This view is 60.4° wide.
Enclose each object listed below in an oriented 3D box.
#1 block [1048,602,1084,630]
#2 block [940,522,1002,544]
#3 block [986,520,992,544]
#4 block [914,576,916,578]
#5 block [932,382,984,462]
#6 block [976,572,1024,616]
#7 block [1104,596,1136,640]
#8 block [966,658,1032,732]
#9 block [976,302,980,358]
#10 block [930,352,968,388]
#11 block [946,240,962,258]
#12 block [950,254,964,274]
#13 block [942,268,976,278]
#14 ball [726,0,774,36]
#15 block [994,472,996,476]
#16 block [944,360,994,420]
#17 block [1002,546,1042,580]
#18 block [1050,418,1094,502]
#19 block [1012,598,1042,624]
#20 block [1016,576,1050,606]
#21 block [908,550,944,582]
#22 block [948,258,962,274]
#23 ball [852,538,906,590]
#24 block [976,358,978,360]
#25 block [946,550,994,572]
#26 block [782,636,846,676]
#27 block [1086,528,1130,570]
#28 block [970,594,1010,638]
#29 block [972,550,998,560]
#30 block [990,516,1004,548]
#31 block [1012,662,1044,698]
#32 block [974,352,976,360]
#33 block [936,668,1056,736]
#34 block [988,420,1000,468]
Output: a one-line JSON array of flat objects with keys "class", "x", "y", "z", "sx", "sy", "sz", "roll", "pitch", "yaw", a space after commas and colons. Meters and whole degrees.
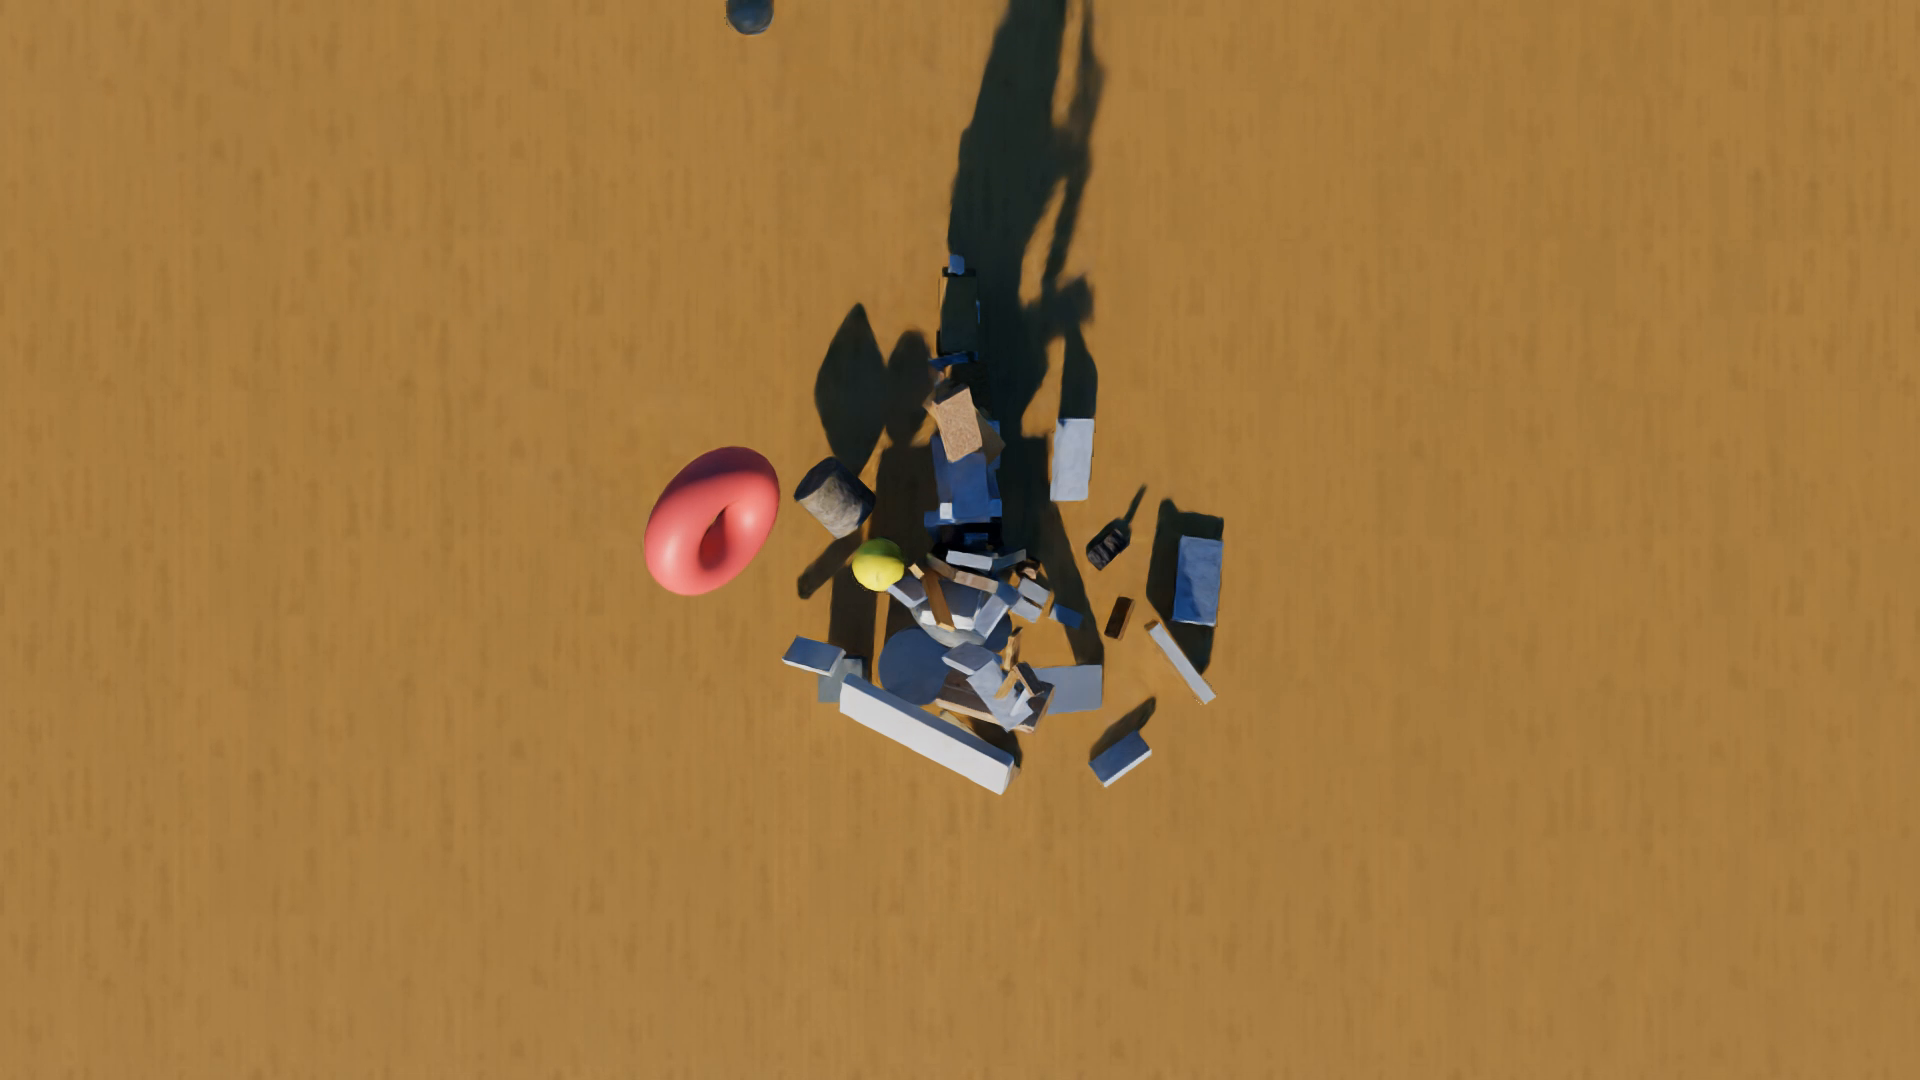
[{"class": "block", "x": 0.355, "y": 0.254, "z": 5.492, "sx": 0.106, "sy": 0.015, "sz": 0.053, "roll": 22, "pitch": 90, "yaw": 0}, {"class": "block", "x": 0.029, "y": -0.017, "z": 4.762, "sx": 0.170, "sy": 0.340, "sz": 0.048, "roll": -2, "pitch": 89, "yaw": -1}, {"class": "block", "x": 0.025, "y": -0.061, "z": 5.274, "sx": 0.142, "sy": 0.284, "sz": 0.040, "roll": -8, "pitch": 64, "yaw": 5}, {"class": "block", "x": -0.041, "y": 0.064, "z": 5.114, "sx": 0.125, "sy": 0.249, "sz": 0.035, "roll": -4, "pitch": 103, "yaw": 22}, {"class": "block", "x": -0.006, "y": -0.310, "z": 4.369, "sx": 0.100, "sy": 0.028, "sz": 0.201, "roll": -31, "pitch": 134, "yaw": -17}, {"class": "block", "x": 0.086, "y": 0.188, "z": 5.306, "sx": 0.150, "sy": 0.300, "sz": 0.042, "roll": 37, "pitch": 113, "yaw": 8}, {"class": "block", "x": 0.518, "y": 0.253, "z": 5.341, "sx": 0.020, "sy": 0.069, "sz": 0.139, "roll": 26, "pitch": 82, "yaw": -36}, {"class": "block", "x": 0.114, "y": 0.442, "z": 4.681, "sx": 0.095, "sy": 0.027, "sz": 0.189, "roll": -37, "pitch": 86, "yaw": -1}, {"class": "block", "x": 0.006, "y": -0.677, "z": 5.462, "sx": 0.112, "sy": 0.032, "sz": 0.224, "roll": 1, "pitch": 102, "yaw": 0}, {"class": "block", "x": -0.016, "y": -0.474, "z": 5.268, "sx": 0.118, "sy": 0.033, "sz": 0.236, "roll": -13, "pitch": 103, "yaw": -6}, {"class": "block", "x": -0.011, "y": -0.825, "z": 5.493, "sx": 0.046, "sy": 0.013, "sz": 0.349, "roll": -4, "pitch": 90, "yaw": 0}, {"class": "block", "x": -0.009, "y": -0.881, "z": 5.257, "sx": 0.046, "sy": 0.093, "sz": 0.013, "roll": 11, "pitch": 123, "yaw": -7}, {"class": "block", "x": -0.003, "y": -0.782, "z": 5.383, "sx": 0.112, "sy": 0.032, "sz": 0.224, "roll": 2, "pitch": 70, "yaw": -5}, {"class": "ball", "x": -0.689, "y": -1.740, "z": 5.420, "sx": 0.160, "sy": 0.160, "sz": 0.160, "roll": 0, "pitch": 90, "yaw": 0}, {"class": "block", "x": 0.056, "y": -0.114, "z": 5.383, "sx": 0.135, "sy": 0.269, "sz": 0.038, "roll": -5, "pitch": 51, "yaw": 0}, {"class": "block", "x": 0.032, "y": -0.407, "z": 4.985, "sx": 0.129, "sy": 0.037, "sz": 0.258, "roll": -9, "pitch": 102, "yaw": -7}, {"class": "block", "x": 0.194, "y": 0.077, "z": 5.474, "sx": 0.139, "sy": 0.020, "sz": 0.069, "roll": 21, "pitch": 120, "yaw": 0}, {"class": "block", "x": 0.368, "y": -0.265, "z": 5.419, "sx": 0.135, "sy": 0.038, "sz": 0.269, "roll": -5, "pitch": 103, "yaw": -39}, {"class": "block", "x": 0.215, "y": 0.230, "z": 5.492, "sx": 0.106, "sy": 0.015, "sz": 0.053, "roll": 30, "pitch": 90, "yaw": 0}, {"class": "block", "x": 0.242, "y": 0.171, "z": 5.481, "sx": 0.106, "sy": 0.015, "sz": 0.053, "roll": 31, "pitch": 82, "yaw": -9}, {"class": "block", "x": -0.090, "y": 0.089, "z": 4.894, "sx": 0.089, "sy": 0.177, "sz": 0.025, "roll": 46, "pitch": 108, "yaw": 1}, {"class": "block", "x": -0.013, "y": -0.878, "z": 5.278, "sx": 0.046, "sy": 0.093, "sz": 0.013, "roll": 9, "pitch": 124, "yaw": -7}, {"class": "ball", "x": -0.257, "y": 0.077, "z": 5.223, "sx": 0.169, "sy": 0.169, "sz": 0.169, "roll": 0, "pitch": 90, "yaw": 0}, {"class": "block", "x": 0.004, "y": -0.538, "z": 5.458, "sx": 0.112, "sy": 0.032, "sz": 0.224, "roll": -4, "pitch": 104, "yaw": 0}, {"class": "block", "x": 0.030, "y": 0.057, "z": 4.474, "sx": 0.119, "sy": 0.239, "sz": 0.034, "roll": 10, "pitch": 88, "yaw": 3}, {"class": "block", "x": -0.474, "y": 0.377, "z": 5.353, "sx": 0.194, "sy": 0.027, "sz": 0.097, "roll": 12, "pitch": 58, "yaw": 34}, {"class": "block", "x": 0.493, "y": 0.032, "z": 5.490, "sx": 0.139, "sy": 0.020, "sz": 0.069, "roll": -43, "pitch": 90, "yaw": 0}, {"class": "block", "x": 0.083, "y": 0.208, "z": 4.556, "sx": 0.057, "sy": 0.016, "sz": 0.113, "roll": 40, "pitch": 100, "yaw": 32}, {"class": "block", "x": 0.069, "y": 0.040, "z": 4.544, "sx": 0.060, "sy": 0.121, "sz": 0.017, "roll": 9, "pitch": 88, "yaw": -5}, {"class": "block", "x": 0.067, "y": -0.067, "z": 5.382, "sx": 0.135, "sy": 0.269, "sz": 0.038, "roll": -5, "pitch": 51, "yaw": 1}, {"class": "block", "x": 0.190, "y": 0.386, "z": 4.574, "sx": 0.014, "sy": 0.049, "sz": 0.099, "roll": -42, "pitch": 74, "yaw": 37}, {"class": "block", "x": -0.002, "y": -0.537, "z": 5.398, "sx": 0.100, "sy": 0.028, "sz": 0.201, "roll": 1, "pitch": 104, "yaw": -1}, {"class": "block", "x": 0.106, "y": 0.465, "z": 4.934, "sx": 0.319, "sy": 0.045, "sz": 0.159, "roll": 15, "pitch": 55, "yaw": 21}, {"class": "block", "x": 0.081, "y": -0.279, "z": 4.845, "sx": 0.069, "sy": 0.020, "sz": 0.138, "roll": -5, "pitch": 102, "yaw": -11}]
